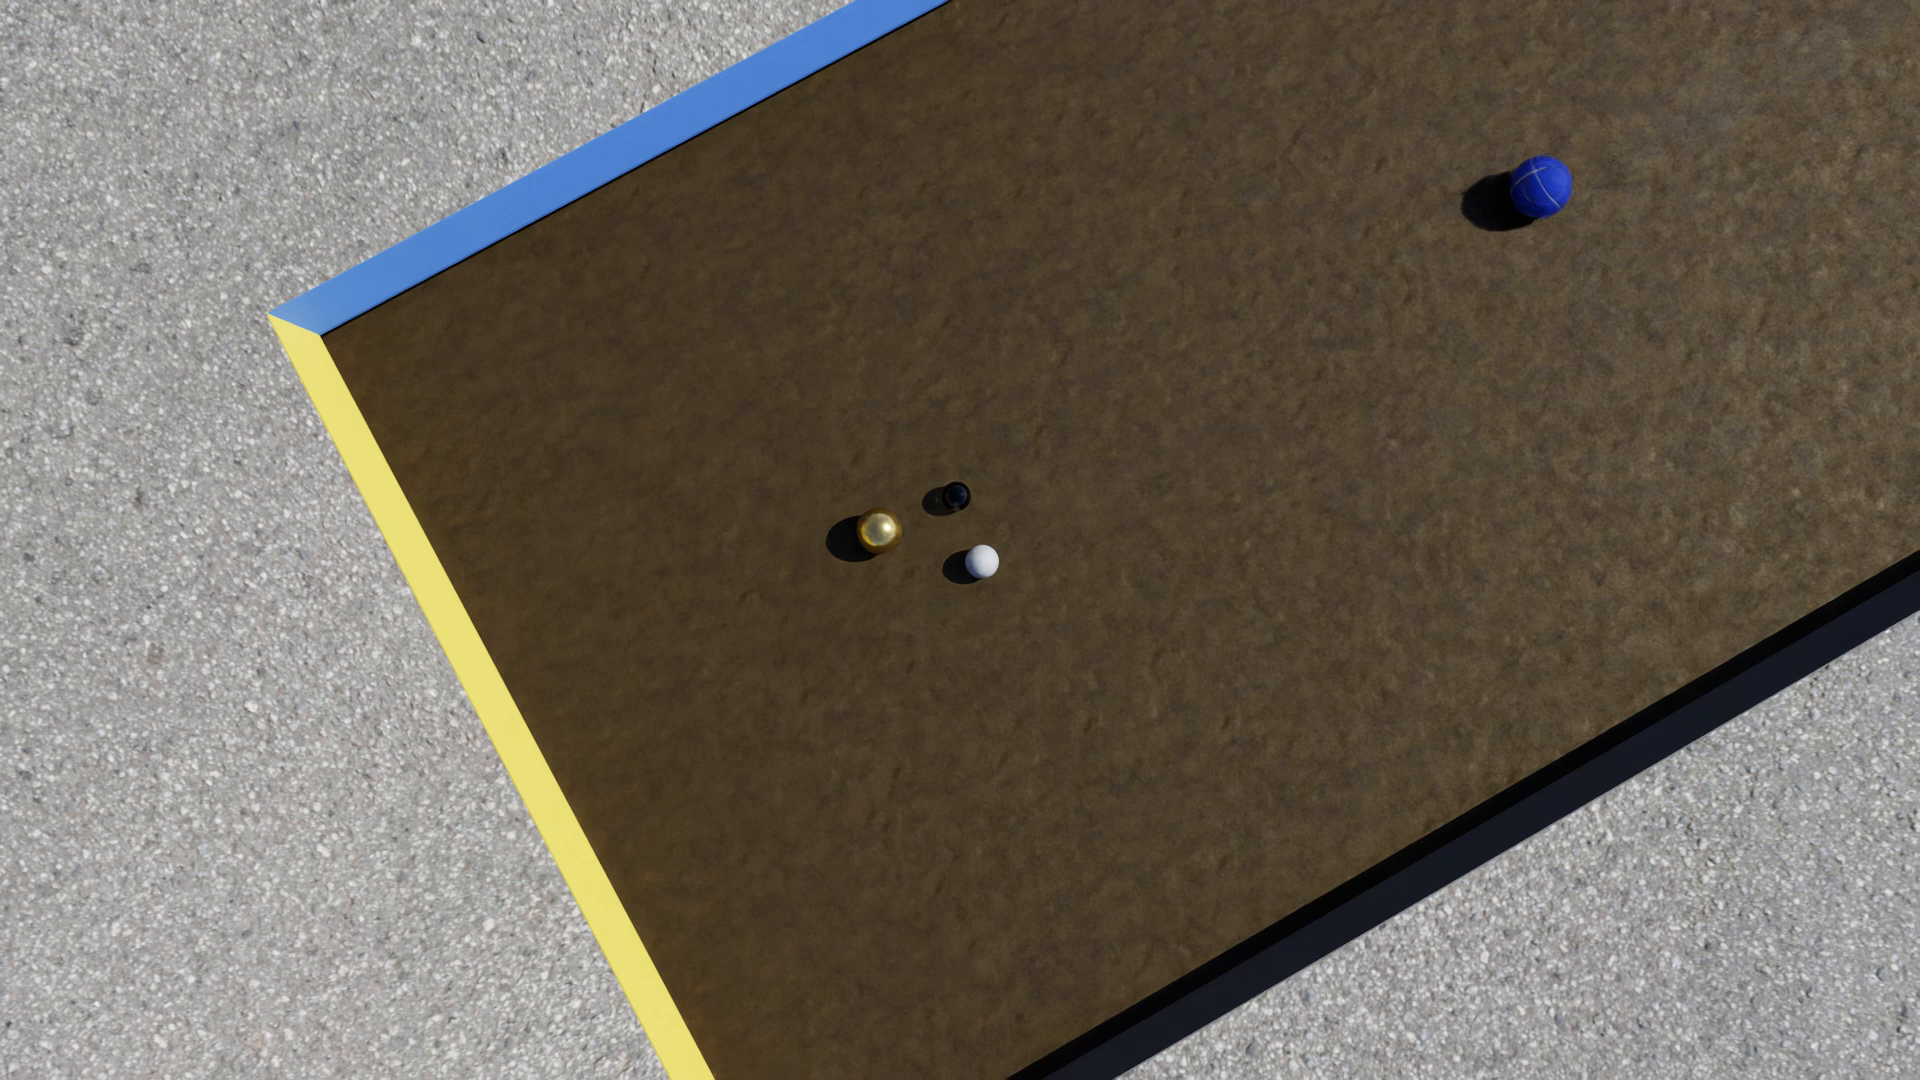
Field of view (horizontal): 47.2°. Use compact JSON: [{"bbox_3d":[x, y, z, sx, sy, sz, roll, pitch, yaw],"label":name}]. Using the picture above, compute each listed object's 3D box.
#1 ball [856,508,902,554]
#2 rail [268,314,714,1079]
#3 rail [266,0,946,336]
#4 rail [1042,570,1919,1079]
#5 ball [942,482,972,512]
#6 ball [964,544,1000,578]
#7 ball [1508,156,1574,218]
[{"bbox_3d":[-0.121,-0.014,3.279,0.070,0.070,0.070,0,81,0],"label":"ball"},{"bbox_3d":[-0.619,0.338,3.193,0.045,0.123,1.569,-29,82,-5],"label":"rail"},{"bbox_3d":[0.266,-1.015,3.416,2.935,0.123,0.045,-29,82,-5],"label":"rail"},{"bbox_3d":[1.013,0.293,3.201,2.935,0.123,0.045,-29,82,-5],"label":"rail"},{"bbox_3d":[-0.006,-0.066,3.300,0.045,0.045,0.045,0,81,0],"label":"ball"},{"bbox_3d":[0.033,0.032,3.281,0.051,0.051,0.051,0,81,0],"label":"ball"},{"bbox_3d":[0.886,-0.538,3.353,0.095,0.095,0.095,0,81,0],"label":"ball"}]
